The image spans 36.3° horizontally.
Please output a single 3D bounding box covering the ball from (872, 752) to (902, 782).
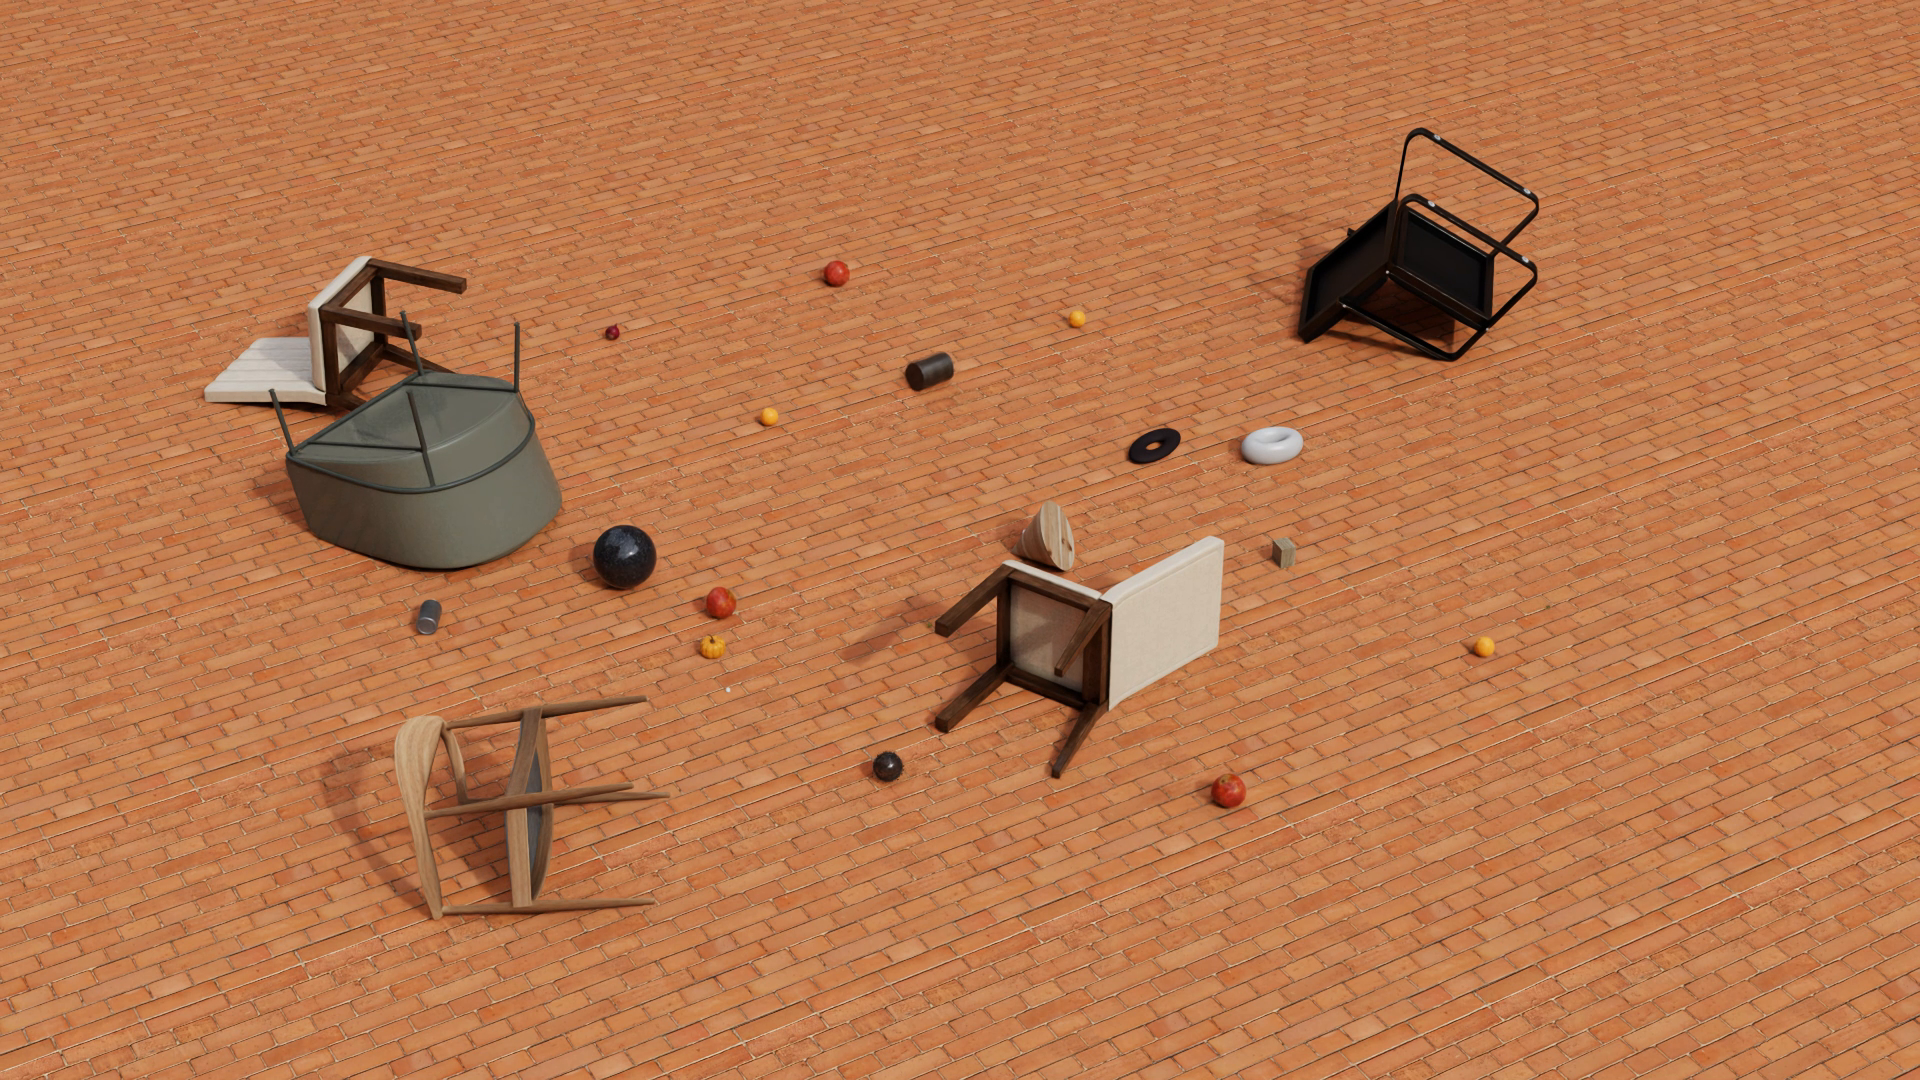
[{"bbox_3d":[-0.239,0.751,9.713,0.100,0.100,0.100,0,33,0],"label":"ball"}]

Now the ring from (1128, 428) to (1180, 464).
[{"bbox_3d":[0.762,-0.370,11.470,0.152,0.040,0.285,24,40,30],"label":"ring"}]

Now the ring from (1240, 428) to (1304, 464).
[{"bbox_3d":[1.216,-0.368,11.419,0.255,0.093,0.175,-12,33,-16],"label":"ring"}]

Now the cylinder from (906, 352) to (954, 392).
[{"bbox_3d":[-0.121,-0.679,11.859,0.152,0.137,0.114,-22,81,-29],"label":"cylinder"}]

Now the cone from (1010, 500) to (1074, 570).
[{"bbox_3d":[0.272,0.015,10.824,0.209,0.239,0.280,-20,52,27],"label":"cone"}]

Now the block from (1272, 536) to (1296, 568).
[{"bbox_3d":[1.193,0.047,10.797,0.058,0.083,0.072,-12,35,-18],"label":"block"}]

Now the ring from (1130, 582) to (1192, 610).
[{"bbox_3d":[0.725,0.201,10.577,0.237,0.070,0.116,-9,33,-15],"label":"ring"}]

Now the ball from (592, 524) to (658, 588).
[{"bbox_3d":[-1.216,0.060,10.641,0.234,0.234,0.234,0,33,0],"label":"ball"}]
